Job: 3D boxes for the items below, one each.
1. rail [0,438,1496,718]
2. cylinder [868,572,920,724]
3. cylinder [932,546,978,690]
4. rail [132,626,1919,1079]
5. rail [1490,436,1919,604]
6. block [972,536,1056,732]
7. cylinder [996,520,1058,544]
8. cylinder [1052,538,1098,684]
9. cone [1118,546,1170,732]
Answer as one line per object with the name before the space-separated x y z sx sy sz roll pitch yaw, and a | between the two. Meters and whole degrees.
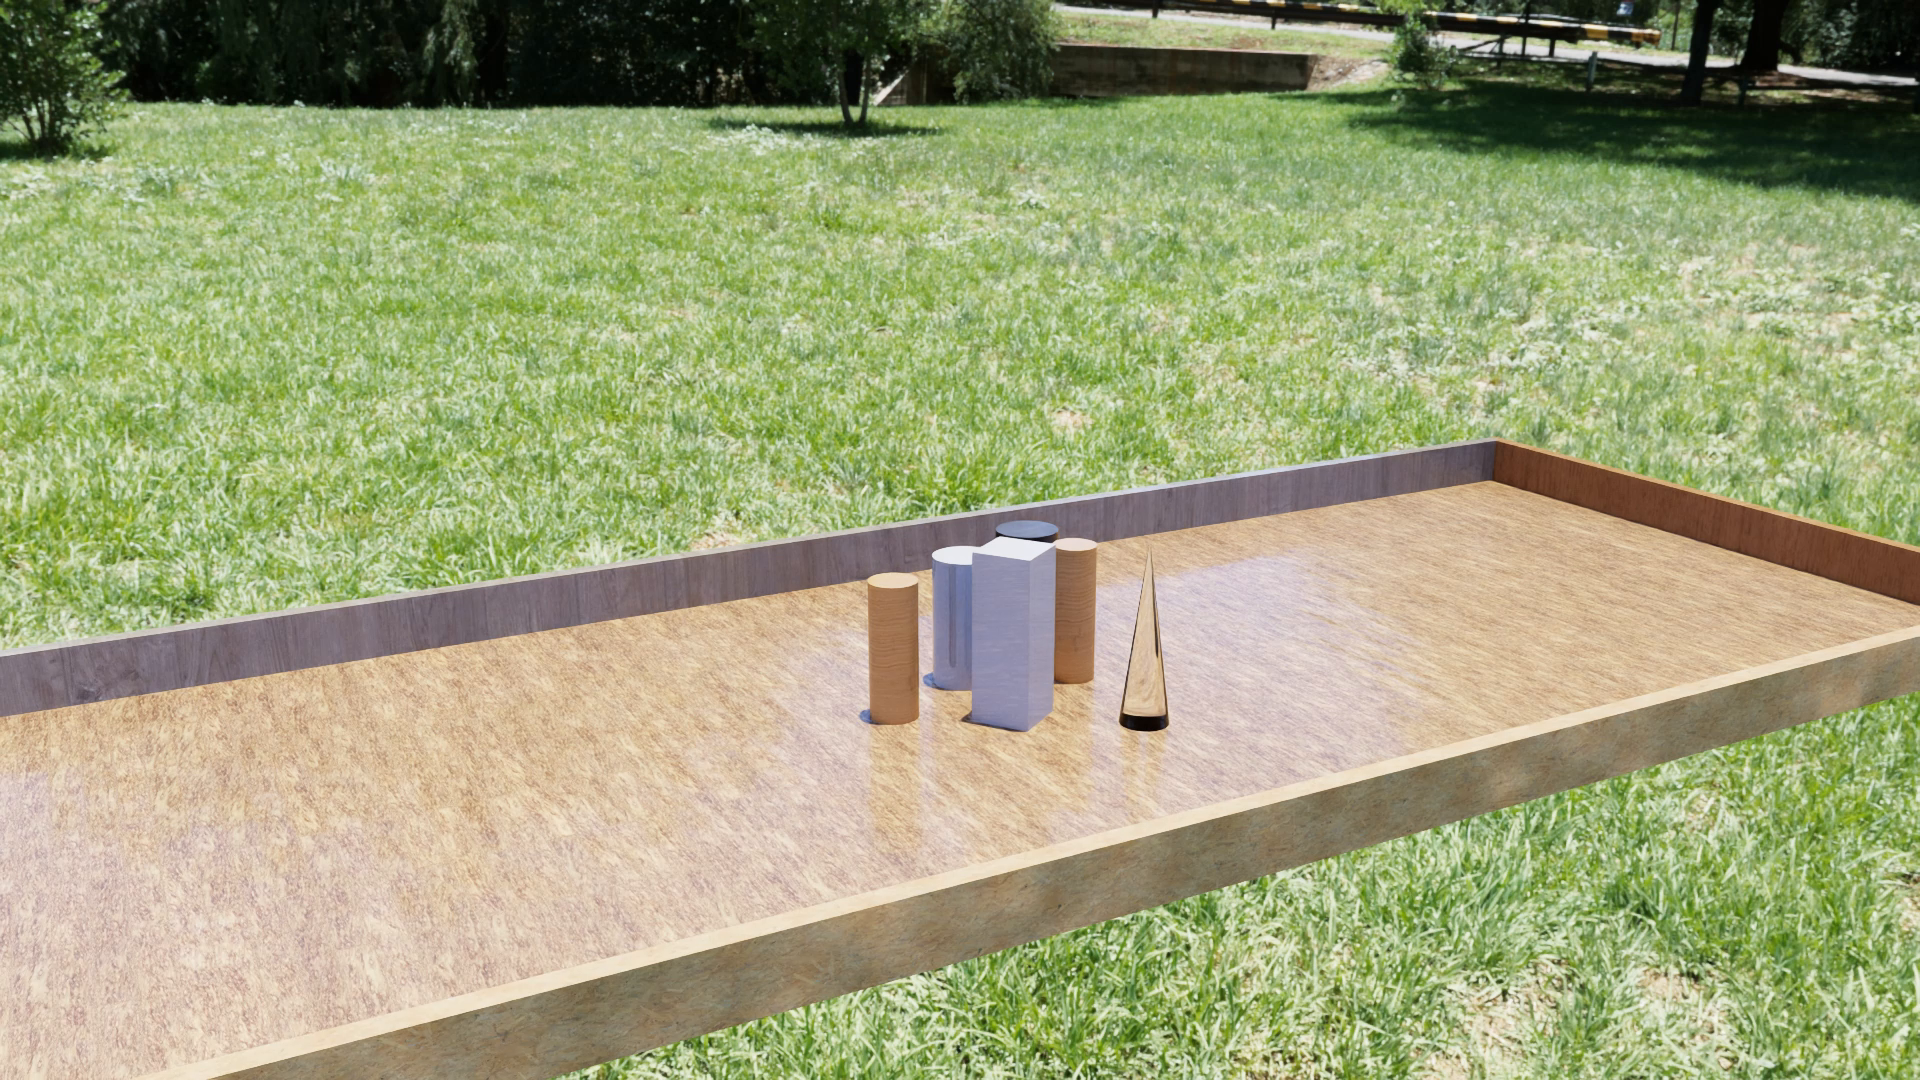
rail | -3.305 0.497 3.399 12.000 0.150 0.050 -9 18 -27
cylinder | -0.156 0.256 3.885 0.119 0.338 0.119 0 16 0
cylinder | 0.009 0.195 4.112 0.156 0.328 0.156 0 16 0
rail | -2.336 1.006 1.665 12.000 0.150 0.050 -9 18 -27
rail | 2.466 -0.048 5.253 0.050 0.150 2.100 -9 18 -27
block | 0.126 0.219 3.872 0.146 0.416 0.146 8 18 26
cylinder | 0.175 0.127 4.347 0.164 0.325 0.164 0 16 0
cylinder | 0.284 0.178 4.131 0.111 0.349 0.111 0 16 0
cone | 0.434 0.215 3.831 0.120 0.447 0.120 0 16 0
